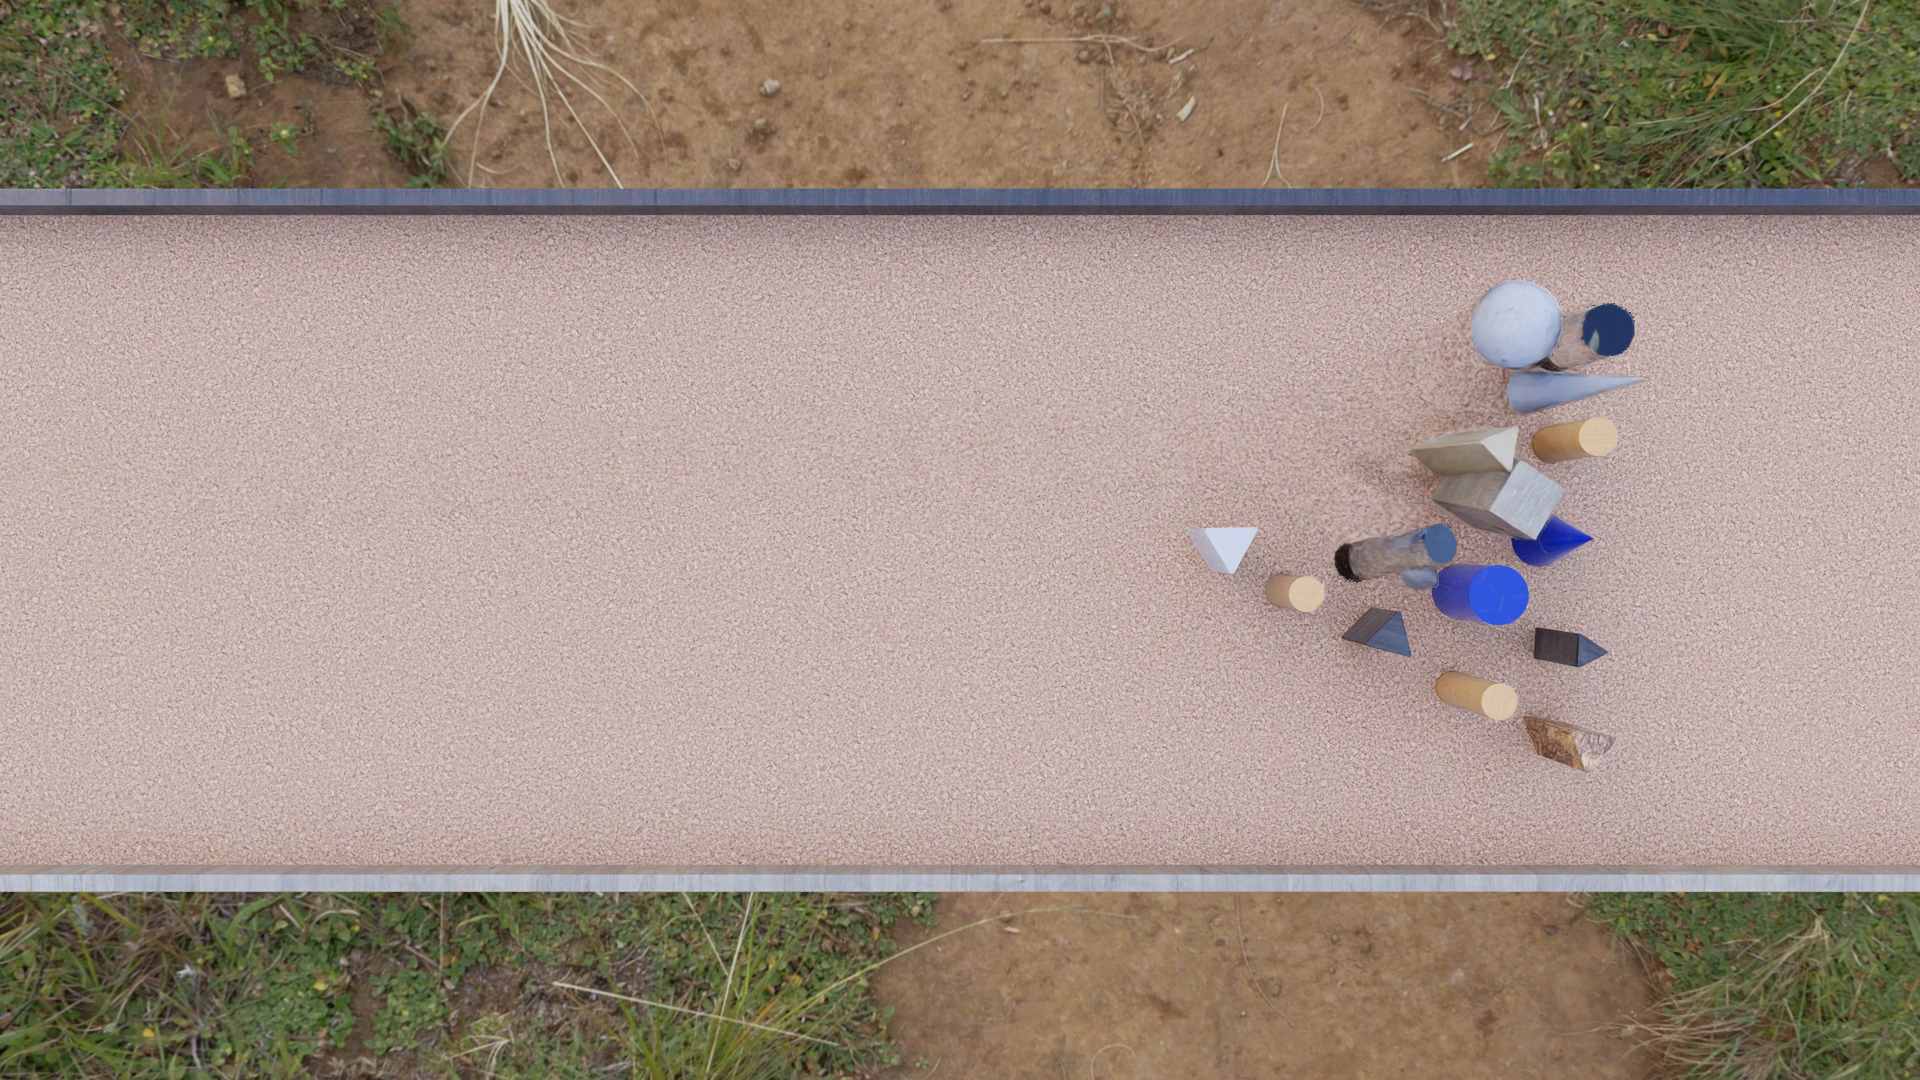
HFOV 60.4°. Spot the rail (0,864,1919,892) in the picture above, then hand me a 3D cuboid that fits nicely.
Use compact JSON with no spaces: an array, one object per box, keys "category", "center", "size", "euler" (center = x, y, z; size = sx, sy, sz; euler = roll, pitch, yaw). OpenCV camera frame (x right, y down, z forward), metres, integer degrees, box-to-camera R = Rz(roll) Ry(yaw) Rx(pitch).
[{"category":"rail","center":[-2.247,1.025,5.001],"size":[12.000,0.150,0.050],"euler":[0,90,0]}]

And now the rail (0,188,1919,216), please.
[{"category":"rail","center":[-2.247,-1.025,5.002],"size":[12.000,0.150,0.050],"euler":[0,90,0]}]

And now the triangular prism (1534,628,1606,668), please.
[{"category":"triangular prism","center":[1.792,0.306,4.897],"size":[0.095,0.359,0.083],"euler":[-27,90,0]}]

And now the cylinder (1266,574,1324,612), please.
[{"category":"cylinder","center":[0.990,0.155,4.893],"size":[0.103,0.366,0.103],"euler":[0,90,0]}]

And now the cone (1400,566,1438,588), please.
[{"category":"cone","center":[1.386,0.111,4.891],"size":[0.101,0.361,0.101],"euler":[1,95,7]}]

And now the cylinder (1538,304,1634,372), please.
[{"category":"cylinder","center":[1.830,-0.593,4.866],"size":[0.149,0.420,0.149],"euler":[0,90,0]}]

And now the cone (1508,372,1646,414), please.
[{"category":"cone","center":[1.832,-0.455,4.852],"size":[0.130,0.445,0.130],"euler":[1,89,-31]}]

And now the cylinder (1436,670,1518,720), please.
[{"category":"cylinder","center":[1.514,0.454,4.852],"size":[0.103,0.449,0.103],"euler":[0,90,0]}]

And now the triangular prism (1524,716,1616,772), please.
[{"category":"triangular prism","center":[1.778,0.578,4.875],"size":[0.110,0.402,0.127],"euler":[39,90,0]}]

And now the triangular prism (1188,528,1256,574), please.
[{"category":"triangular prism","center":[0.794,0.000,4.893],"size":[0.129,0.368,0.149],"euler":[-31,90,0]}]

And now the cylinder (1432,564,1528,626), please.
[{"category":"cylinder","center":[1.537,0.158,4.891],"size":[0.171,0.371,0.171],"euler":[0,90,0]}]

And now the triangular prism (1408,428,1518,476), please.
[{"category":"triangular prism","center":[1.504,-0.280,4.879],"size":[0.126,0.389,0.109],"euler":[41,80,-12]}]

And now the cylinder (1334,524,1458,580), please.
[{"category":"cylinder","center":[1.275,0.039,4.852],"size":[0.112,0.440,0.112],"euler":[3,82,-21]}]

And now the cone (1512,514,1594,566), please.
[{"category":"cone","center":[1.783,-0.004,4.857],"size":[0.173,0.438,0.173],"euler":[0,90,0]}]

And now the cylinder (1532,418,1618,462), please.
[{"category":"cylinder","center":[1.817,-0.294,4.885],"size":[0.112,0.383,0.112],"euler":[0,90,0]}]

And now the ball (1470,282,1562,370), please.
[{"category":"ball","center":[1.629,-0.629,4.838],"size":[0.254,0.254,0.254],"euler":[0,90,0]}]

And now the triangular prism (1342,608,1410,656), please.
[{"category":"triangular prism","center":[1.254,0.263,4.919],"size":[0.134,0.315,0.116],"euler":[16,90,0]}]

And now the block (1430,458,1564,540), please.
[{"category":"block","center":[1.585,-0.134,4.881],"size":[0.170,0.363,0.170],"euler":[31,90,-13]}]
